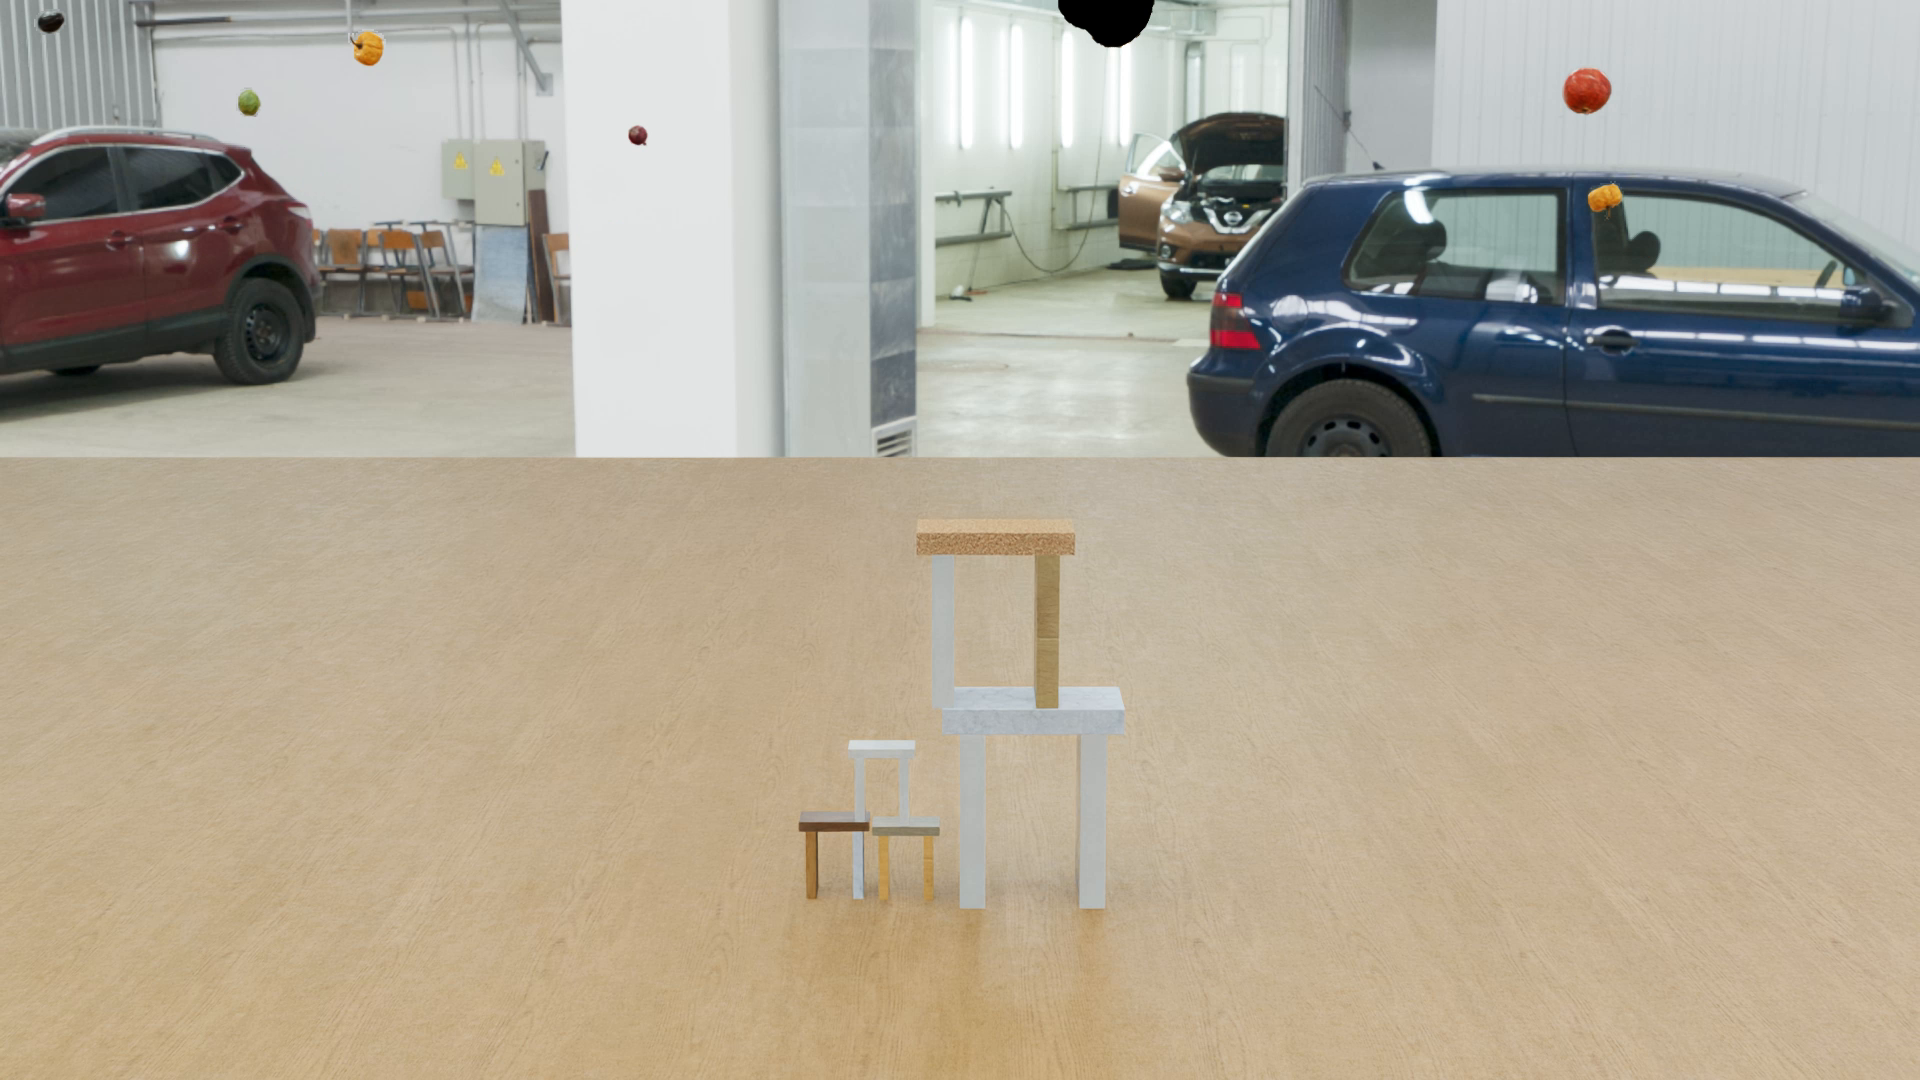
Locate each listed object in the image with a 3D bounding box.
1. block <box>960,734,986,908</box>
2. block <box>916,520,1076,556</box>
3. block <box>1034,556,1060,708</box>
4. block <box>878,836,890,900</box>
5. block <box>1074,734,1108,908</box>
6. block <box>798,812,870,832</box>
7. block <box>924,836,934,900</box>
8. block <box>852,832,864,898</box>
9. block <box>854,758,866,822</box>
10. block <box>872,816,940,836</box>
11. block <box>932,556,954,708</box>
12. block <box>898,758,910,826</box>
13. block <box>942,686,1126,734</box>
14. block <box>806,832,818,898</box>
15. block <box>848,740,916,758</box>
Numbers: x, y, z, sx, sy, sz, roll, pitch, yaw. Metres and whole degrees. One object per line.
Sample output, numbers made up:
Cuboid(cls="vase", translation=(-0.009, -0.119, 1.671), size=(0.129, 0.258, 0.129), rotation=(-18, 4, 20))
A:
Cuboid(cls="block", translation=(0.020, 0.445, 3.643), size=(0.042, 0.294, 0.147), rotation=(0, 11, 0))
Cuboid(cls="block", translation=(0.057, -0.005, 3.555), size=(0.252, 0.036, 0.126), rotation=(0, 11, 0))
Cuboid(cls="block", translation=(0.141, 0.136, 3.581), size=(0.036, 0.252, 0.126), rotation=(0, 11, 0))
Cuboid(cls="block", translation=(-0.126, 0.536, 3.655), size=(0.016, 0.111, 0.055), rotation=(0, 11, 0))
Cuboid(cls="block", translation=(0.216, 0.445, 3.643), size=(0.042, 0.294, 0.147), rotation=(0, 11, 0))
Cuboid(cls="block", translation=(-0.207, 0.467, 3.649), size=(0.116, 0.016, 0.058), rotation=(0, 11, 0))
Cuboid(cls="block", translation=(-0.052, 0.536, 3.655), size=(0.016, 0.111, 0.055), rotation=(0, 11, 0))
Cuboid(cls="block", translation=(-0.169, 0.532, 3.661), size=(0.016, 0.116, 0.058), rotation=(0, 11, 0))
Cuboid(cls="block", translation=(-0.165, 0.406, 3.635), size=(0.015, 0.109, 0.054), rotation=(0, 11, 0))
Cuboid(cls="block", translation=(-0.089, 0.474, 3.643), size=(0.111, 0.016, 0.055), rotation=(0, 11, 0))
Cuboid(cls="block", translation=(-0.027, 0.136, 3.582), size=(0.036, 0.252, 0.126), rotation=(0, 11, 0))
Cuboid(cls="block", translation=(-0.092, 0.409, 3.636), size=(0.015, 0.115, 0.054), rotation=(0, 11, 0))
Cuboid(cls="block", translation=(0.118, 0.280, 3.613), size=(0.294, 0.042, 0.147), rotation=(0, 11, 0))
Cuboid(cls="block", translation=(-0.246, 0.532, 3.661), size=(0.016, 0.116, 0.058), rotation=(0, 11, 0))
Cuboid(cls="block", translation=(-0.129, 0.345, 3.624), size=(0.109, 0.015, 0.054), rotation=(0, 11, 0))
